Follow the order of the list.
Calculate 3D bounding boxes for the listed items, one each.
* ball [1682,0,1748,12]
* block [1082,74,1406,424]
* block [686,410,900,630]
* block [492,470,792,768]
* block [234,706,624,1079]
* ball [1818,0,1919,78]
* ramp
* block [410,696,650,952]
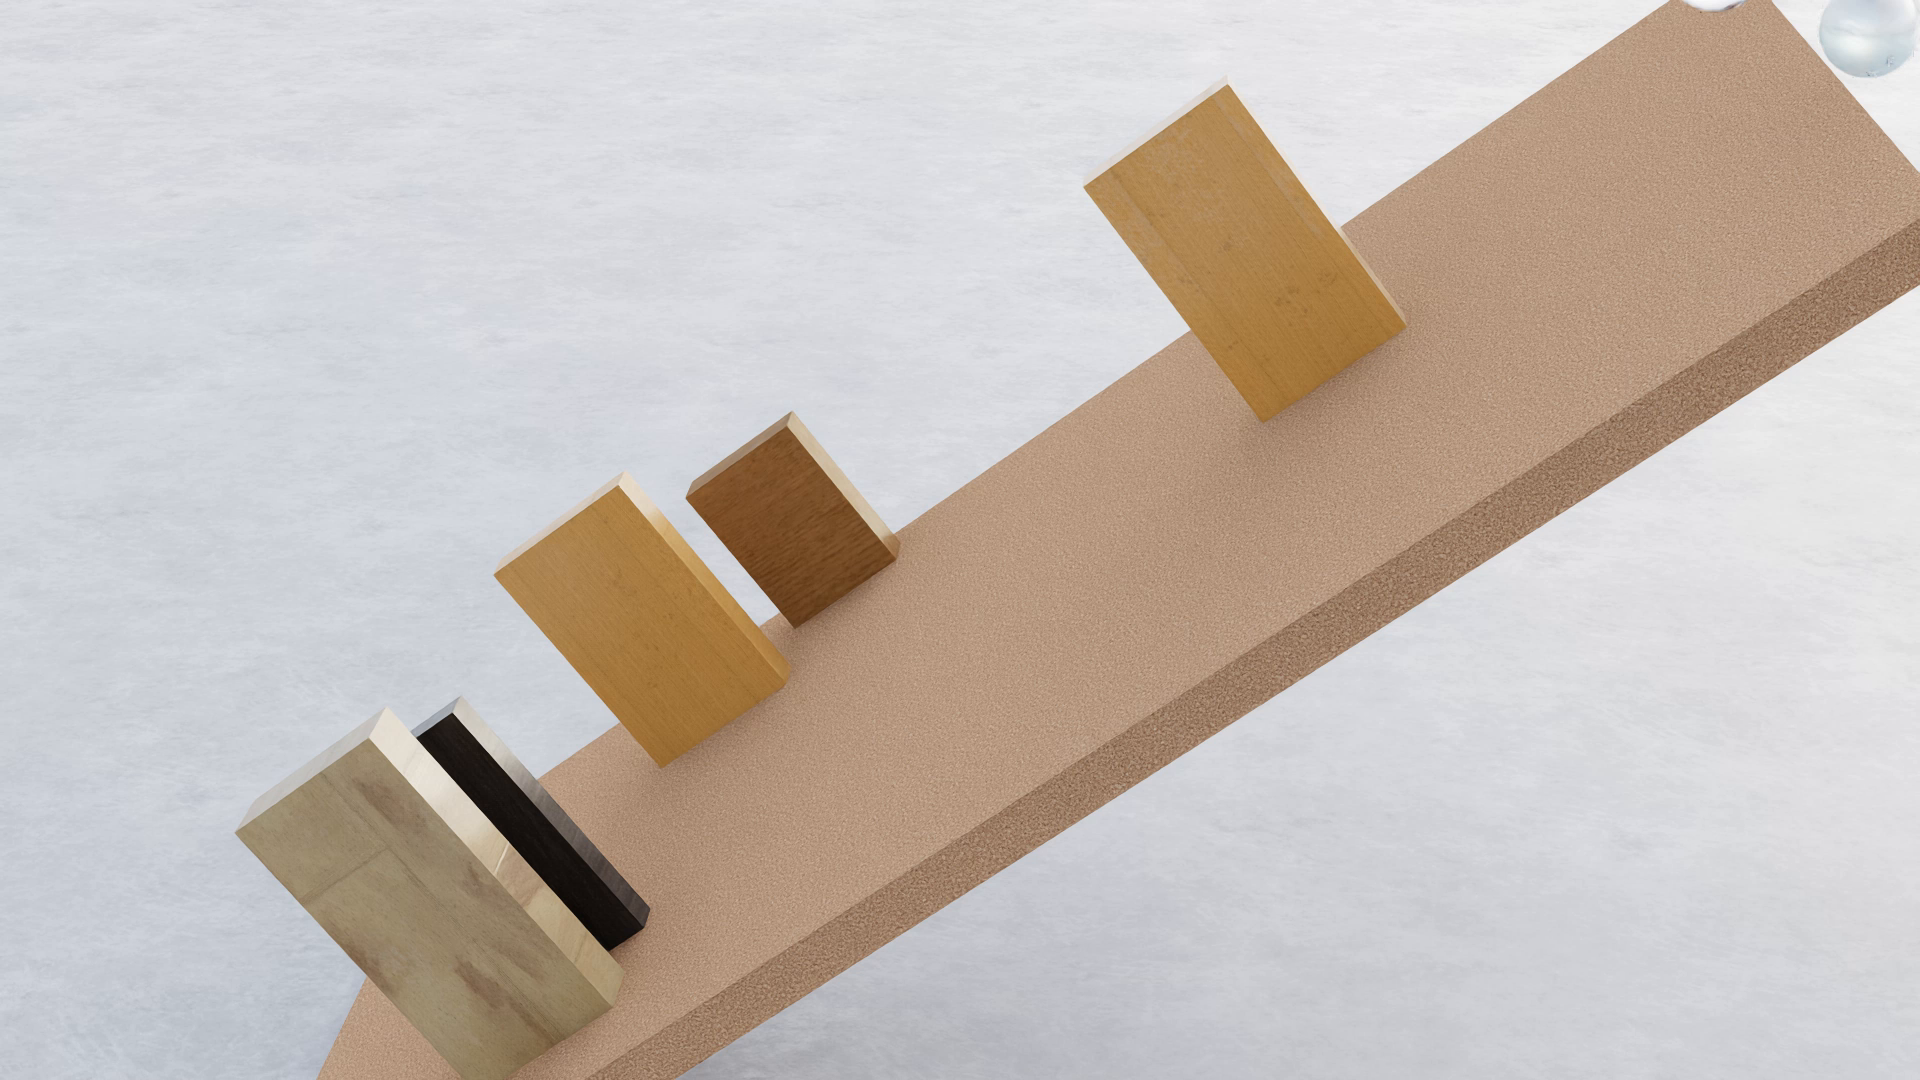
[{"bbox_3d":[1.430,-1.095,5.557,0.191,0.191,0.191,0,23,0],"label":"ball"},{"bbox_3d":[0.589,-0.596,6.073,0.362,0.635,0.081,-34,16,17],"label":"block"},{"bbox_3d":[-0.406,-0.047,7.185,0.318,0.428,0.108,-34,16,17],"label":"block"},{"bbox_3d":[-0.745,0.191,6.925,0.385,0.620,0.096,-34,16,17],"label":"block"},{"bbox_3d":[-1.056,0.729,5.899,0.361,0.739,0.140,-34,16,17],"label":"block"},{"bbox_3d":[1.728,-0.971,5.587,0.185,0.185,0.185,0,23,0],"label":"ball"},{"bbox_3d":[0.128,0.179,6.323,4.000,0.100,2.000,-34,16,17],"label":"ramp"},{"bbox_3d":[-0.941,0.631,6.143,0.243,0.615,0.081,-34,16,17],"label":"block"}]
